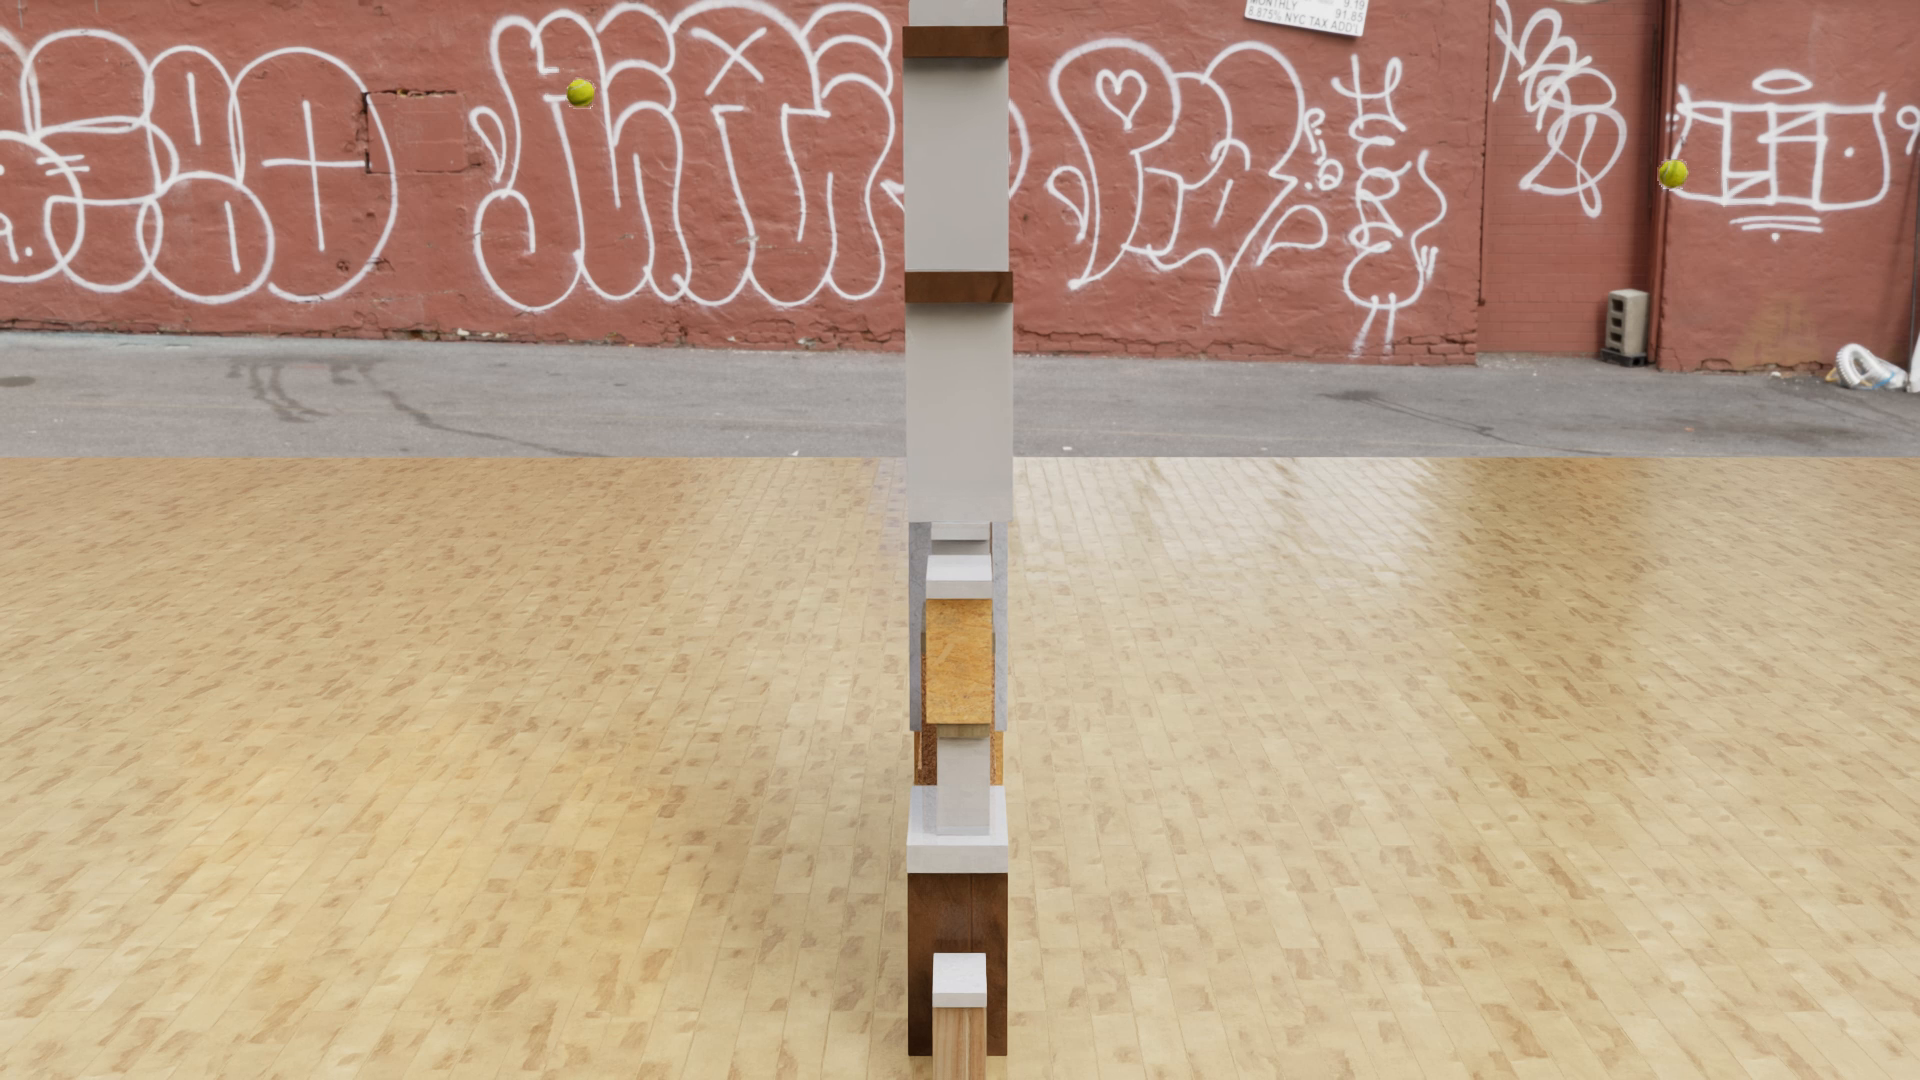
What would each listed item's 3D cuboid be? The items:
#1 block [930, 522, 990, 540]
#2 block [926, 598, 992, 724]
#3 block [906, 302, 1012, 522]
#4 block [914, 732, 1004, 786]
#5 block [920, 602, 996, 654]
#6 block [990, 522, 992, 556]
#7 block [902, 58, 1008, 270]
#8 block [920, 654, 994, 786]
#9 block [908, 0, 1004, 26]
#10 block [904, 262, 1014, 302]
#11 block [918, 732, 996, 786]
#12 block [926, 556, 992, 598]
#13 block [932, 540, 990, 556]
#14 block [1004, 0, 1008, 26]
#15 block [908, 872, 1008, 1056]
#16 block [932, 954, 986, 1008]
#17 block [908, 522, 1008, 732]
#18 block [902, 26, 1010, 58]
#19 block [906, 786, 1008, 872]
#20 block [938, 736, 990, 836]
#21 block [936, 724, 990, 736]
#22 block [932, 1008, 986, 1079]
[{"bbox_3d":[0.000,-0.027,3.143,0.082,0.023,0.164,0,11,0],"label":"block"},{"bbox_3d":[-0.001,0.157,2.930,0.087,0.174,0.025,0,11,0],"label":"block"},{"bbox_3d":[-0.001,-0.180,3.062,0.148,0.308,0.042,0,11,0],"label":"block"},{"bbox_3d":[-0.002,0.375,3.953,0.159,0.319,0.045,0,11,0],"label":"block"},{"bbox_3d":[-0.003,0.132,3.336,0.109,0.031,0.219,0,10,0],"label":"block"},{"bbox_3d":[0.004,0.039,3.272,0.087,0.175,0.025,0,10,0],"label":"block"},{"bbox_3d":[-0.005,-0.513,3.007,0.142,0.284,0.040,0,11,0],"label":"block"},{"bbox_3d":[-0.003,0.297,3.292,0.109,0.279,0.031,0,10,0],"label":"block"},{"bbox_3d":[-0.005,-0.686,3.267,0.140,0.424,0.040,0,11,0],"label":"block"},{"bbox_3d":[-0.002,-0.370,3.126,0.148,0.042,0.295,0,11,0],"label":"block"},{"bbox_3d":[-0.005,0.350,3.536,0.122,0.034,0.243,0,11,0],"label":"block"},{"bbox_3d":[-0.001,0.049,2.969,0.087,0.025,0.174,0,11,0],"label":"block"},{"bbox_3d":[0.001,0.109,3.112,0.082,0.233,0.023,0,11,-1],"label":"block"},{"bbox_3d":[0.000,-0.939,3.756,0.161,0.322,0.046,0,11,0],"label":"block"},{"bbox_3d":[-0.003,0.572,3.019,0.136,0.273,0.039,0,11,0],"label":"block"},{"bbox_3d":[0.000,0.580,2.903,0.070,0.020,0.140,0,11,0],"label":"block"},{"bbox_3d":[-0.003,0.110,3.612,0.161,0.409,0.046,0,11,0],"label":"block"},{"bbox_3d":[-0.006,-0.690,3.070,0.142,0.040,0.284,0,11,0],"label":"block"},{"bbox_3d":[-0.003,0.402,3.080,0.136,0.039,0.273,0,11,0],"label":"block"},{"bbox_3d":[0.005,0.329,2.979,0.071,0.142,0.020,0,11,0],"label":"block"},{"bbox_3d":[0.004,0.241,3.011,0.071,0.020,0.142,0,11,0],"label":"block"},{"bbox_3d":[-0.001,0.667,2.872,0.070,0.139,0.020,0,11,0],"label":"block"}]
